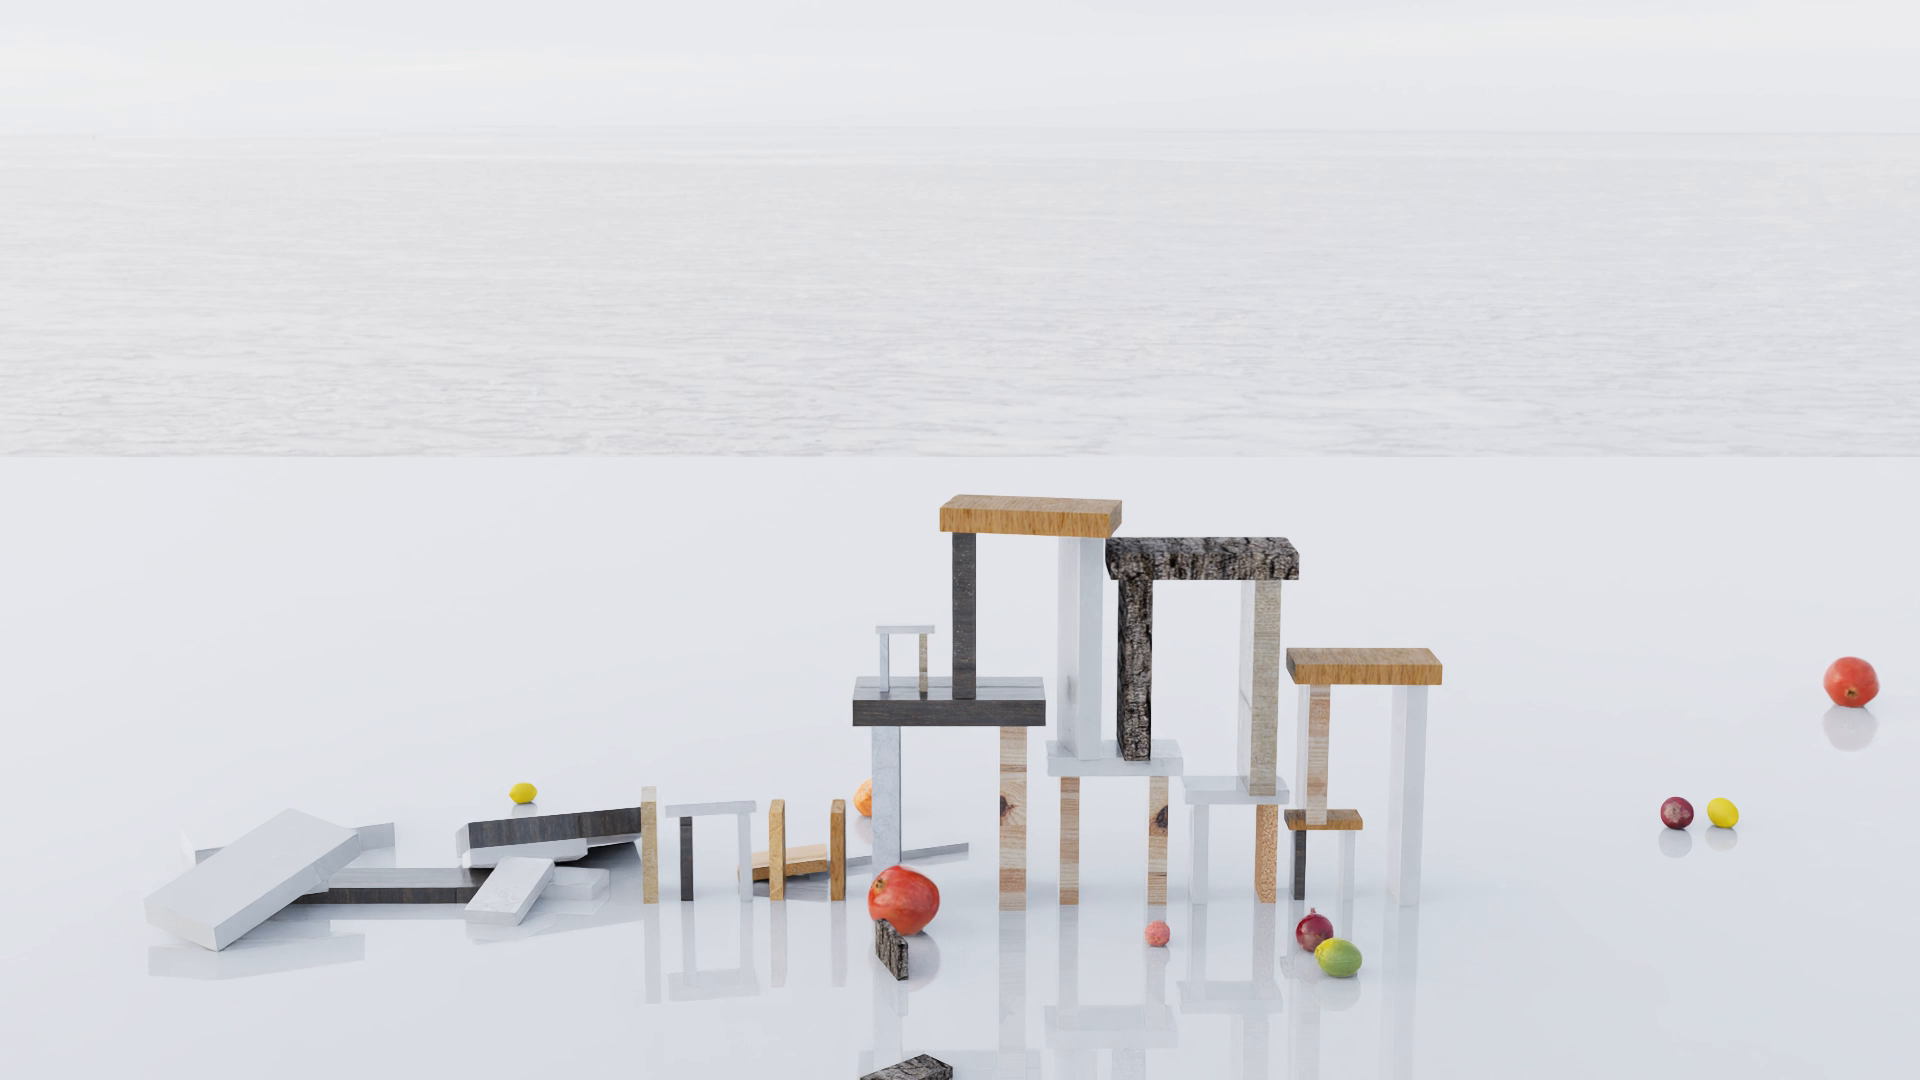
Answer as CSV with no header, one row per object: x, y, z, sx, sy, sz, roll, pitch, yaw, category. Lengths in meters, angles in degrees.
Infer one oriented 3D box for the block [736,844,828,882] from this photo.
-0.303,0.551,3.761,0.151,0.021,0.076,-7,13,-1,block

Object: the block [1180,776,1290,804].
0.452,0.413,3.632,0.169,0.024,0.085,0,11,-1,block

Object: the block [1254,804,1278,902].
0.508,0.507,3.651,0.024,0.169,0.085,0,11,0,block

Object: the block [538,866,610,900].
-0.686,0.574,3.688,0.175,0.025,0.087,2,11,10,block

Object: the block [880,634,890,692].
-0.123,0.194,3.594,0.014,0.096,0.048,0,11,0,block

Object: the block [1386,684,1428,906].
0.738,0.406,3.638,0.033,0.373,0.118,0,11,0,block

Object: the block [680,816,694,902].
-0.455,0.517,3.656,0.021,0.148,0.074,-1,11,-7,block

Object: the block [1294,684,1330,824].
0.581,0.338,3.626,0.033,0.236,0.118,0,11,0,block

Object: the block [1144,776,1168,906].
0.325,0.483,3.645,0.031,0.220,0.110,0,11,1,block

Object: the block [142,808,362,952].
-1.140,0.544,3.556,0.156,0.044,0.312,14,28,27,block

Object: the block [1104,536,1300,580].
0.389,0.029,3.562,0.299,0.042,0.149,0,11,0,block

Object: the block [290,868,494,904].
-0.981,0.576,3.667,0.396,0.028,0.098,0,11,0,block

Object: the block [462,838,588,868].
-0.745,0.538,3.762,0.196,0.028,0.098,-3,-12,-21,block

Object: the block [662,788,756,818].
-0.415,0.434,3.637,0.149,0.021,0.074,-2,11,-11,block

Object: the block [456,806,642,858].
-0.706,0.507,3.817,0.312,0.044,0.156,-3,-12,-21,block

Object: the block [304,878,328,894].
-1.143,0.553,3.621,0.196,0.028,0.098,-6,26,-13,block

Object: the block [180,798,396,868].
-1.191,0.525,3.900,0.339,0.044,0.156,-5,12,-27,block

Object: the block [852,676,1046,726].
-0.017,0.264,3.604,0.311,0.044,0.155,0,11,0,block

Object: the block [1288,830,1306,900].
0.562,0.531,3.657,0.017,0.121,0.060,0,11,0,block

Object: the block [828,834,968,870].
-0.132,0.547,3.854,0.296,0.016,0.057,-4,11,-22,block

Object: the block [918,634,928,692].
-0.060,0.195,3.593,0.014,0.096,0.048,0,11,0,block

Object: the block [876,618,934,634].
-0.090,0.141,3.582,0.096,0.014,0.048,0,11,-2,block

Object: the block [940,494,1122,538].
0.115,-0.039,3.521,0.272,0.039,0.136,2,11,12,block

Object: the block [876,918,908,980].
-0.104,0.622,3.342,0.016,0.057,0.114,-4,11,-19,block

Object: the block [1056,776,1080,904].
0.179,0.482,3.650,0.031,0.220,0.110,0,11,0,block

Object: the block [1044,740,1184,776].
0.252,0.359,3.626,0.220,0.031,0.110,0,11,-1,block

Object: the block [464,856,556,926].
-0.736,0.574,3.601,0.087,0.025,0.175,2,21,10,block

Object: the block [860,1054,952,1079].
-0.071,0.718,2.936,0.114,0.016,0.057,-9,14,-41,block

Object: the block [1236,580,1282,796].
0.488,0.226,3.597,0.042,0.356,0.149,0,11,-1,block

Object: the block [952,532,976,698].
0.007,0.108,3.579,0.039,0.272,0.136,0,11,0,block

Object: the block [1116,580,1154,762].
0.285,0.196,3.597,0.042,0.299,0.149,0,11,-1,block

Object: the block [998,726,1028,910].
0.086,0.438,3.636,0.044,0.311,0.155,0,11,0,block

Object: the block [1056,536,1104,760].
0.195,0.159,3.588,0.039,0.376,0.136,-2,11,-12,block

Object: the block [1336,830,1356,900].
0.642,0.531,3.657,0.017,0.121,0.060,0,11,0,block

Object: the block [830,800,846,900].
-0.203,0.515,3.658,0.021,0.151,0.076,0,11,0,block

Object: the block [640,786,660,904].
-0.514,0.505,3.648,0.025,0.175,0.087,-1,11,-7,block

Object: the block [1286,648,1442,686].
0.659,0.206,3.598,0.236,0.033,0.118,0,11,1,block

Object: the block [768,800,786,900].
-0.304,0.515,3.659,0.021,0.151,0.076,0,11,0,block

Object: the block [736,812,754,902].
-0.358,0.517,3.656,0.021,0.149,0.074,-2,11,-7,block

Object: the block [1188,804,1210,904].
0.395,0.507,3.650,0.024,0.169,0.085,0,11,0,block

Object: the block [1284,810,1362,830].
0.602,0.463,3.644,0.121,0.017,0.060,0,11,0,block

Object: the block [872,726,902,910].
-0.121,0.438,3.636,0.044,0.310,0.155,0,11,0,block
